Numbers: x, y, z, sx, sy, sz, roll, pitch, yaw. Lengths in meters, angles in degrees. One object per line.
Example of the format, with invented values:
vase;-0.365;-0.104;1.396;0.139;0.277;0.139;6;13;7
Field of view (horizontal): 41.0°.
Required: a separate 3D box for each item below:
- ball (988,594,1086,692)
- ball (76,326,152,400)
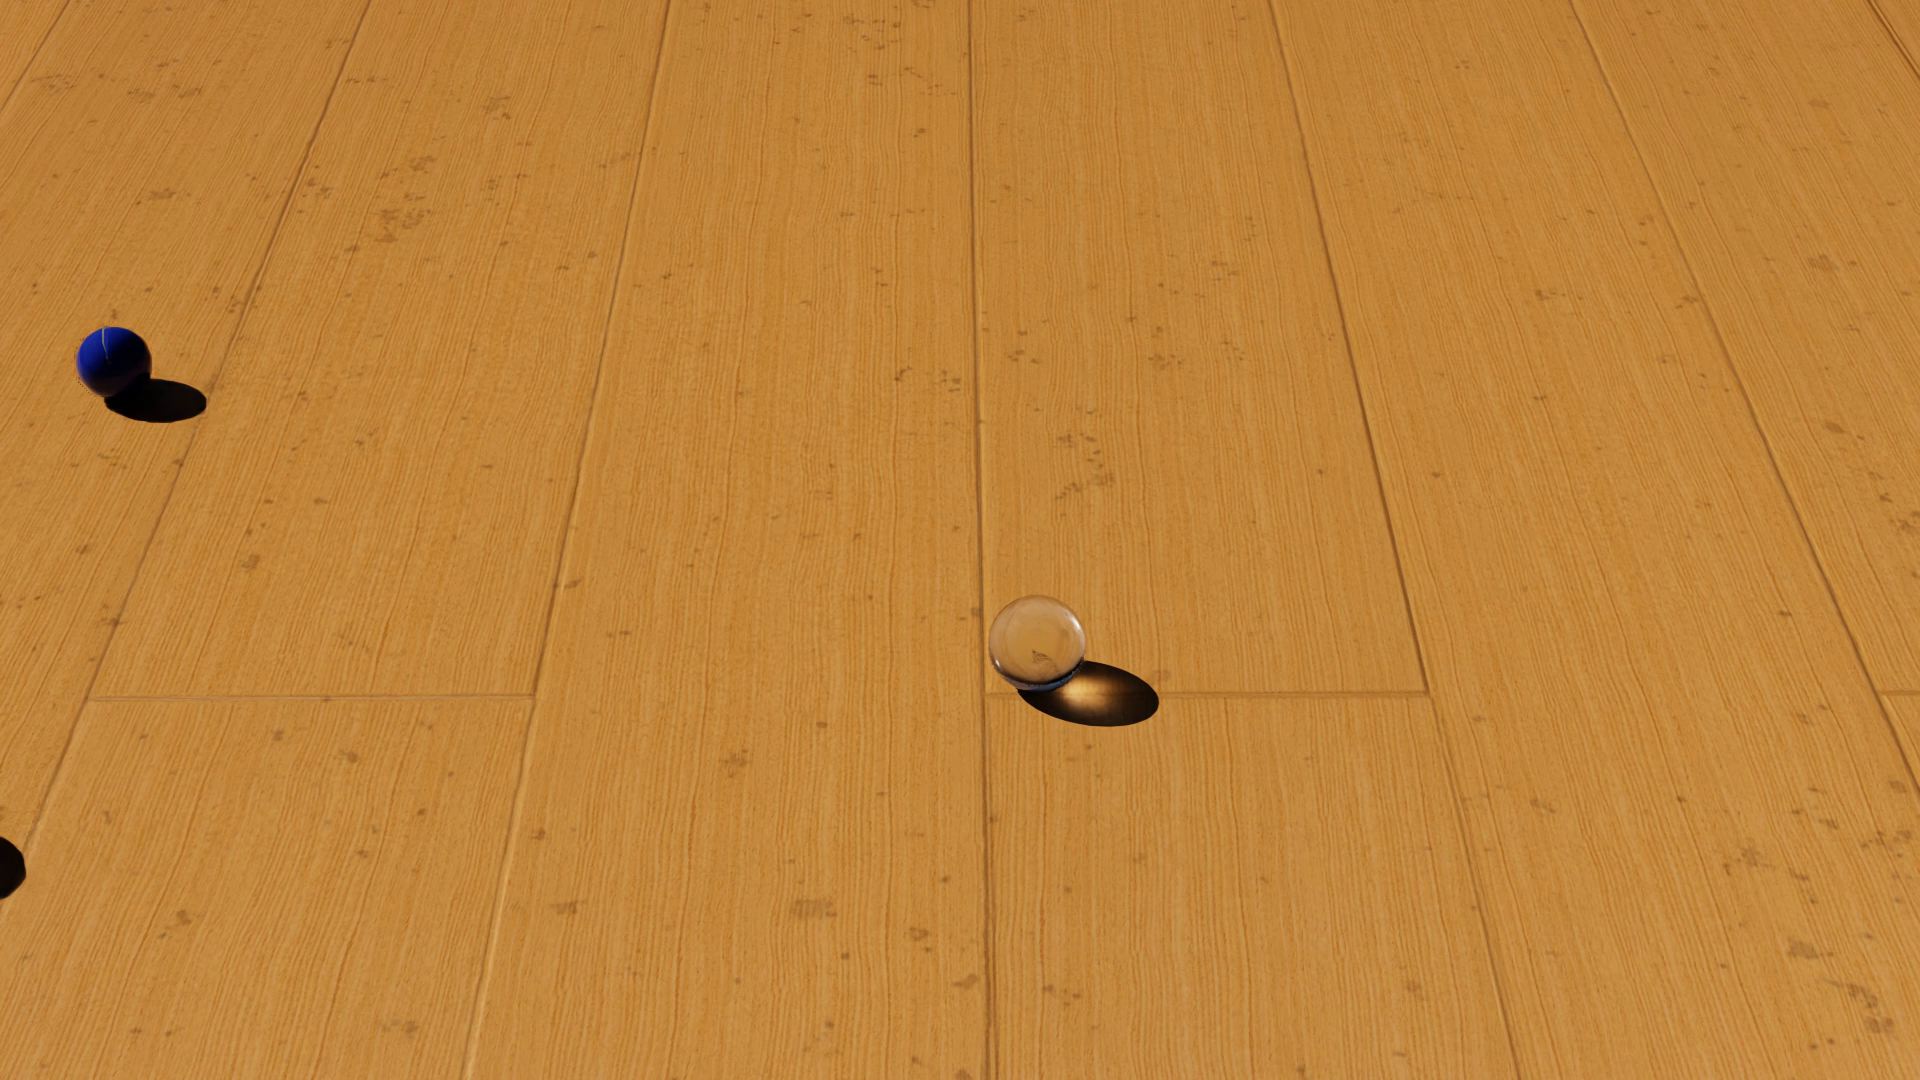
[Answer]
ball;0.043;0.058;1.426;0.054;0.054;0.054;0;37;0
ball;-0.547;-0.115;1.659;0.047;0.047;0.047;0;37;0
